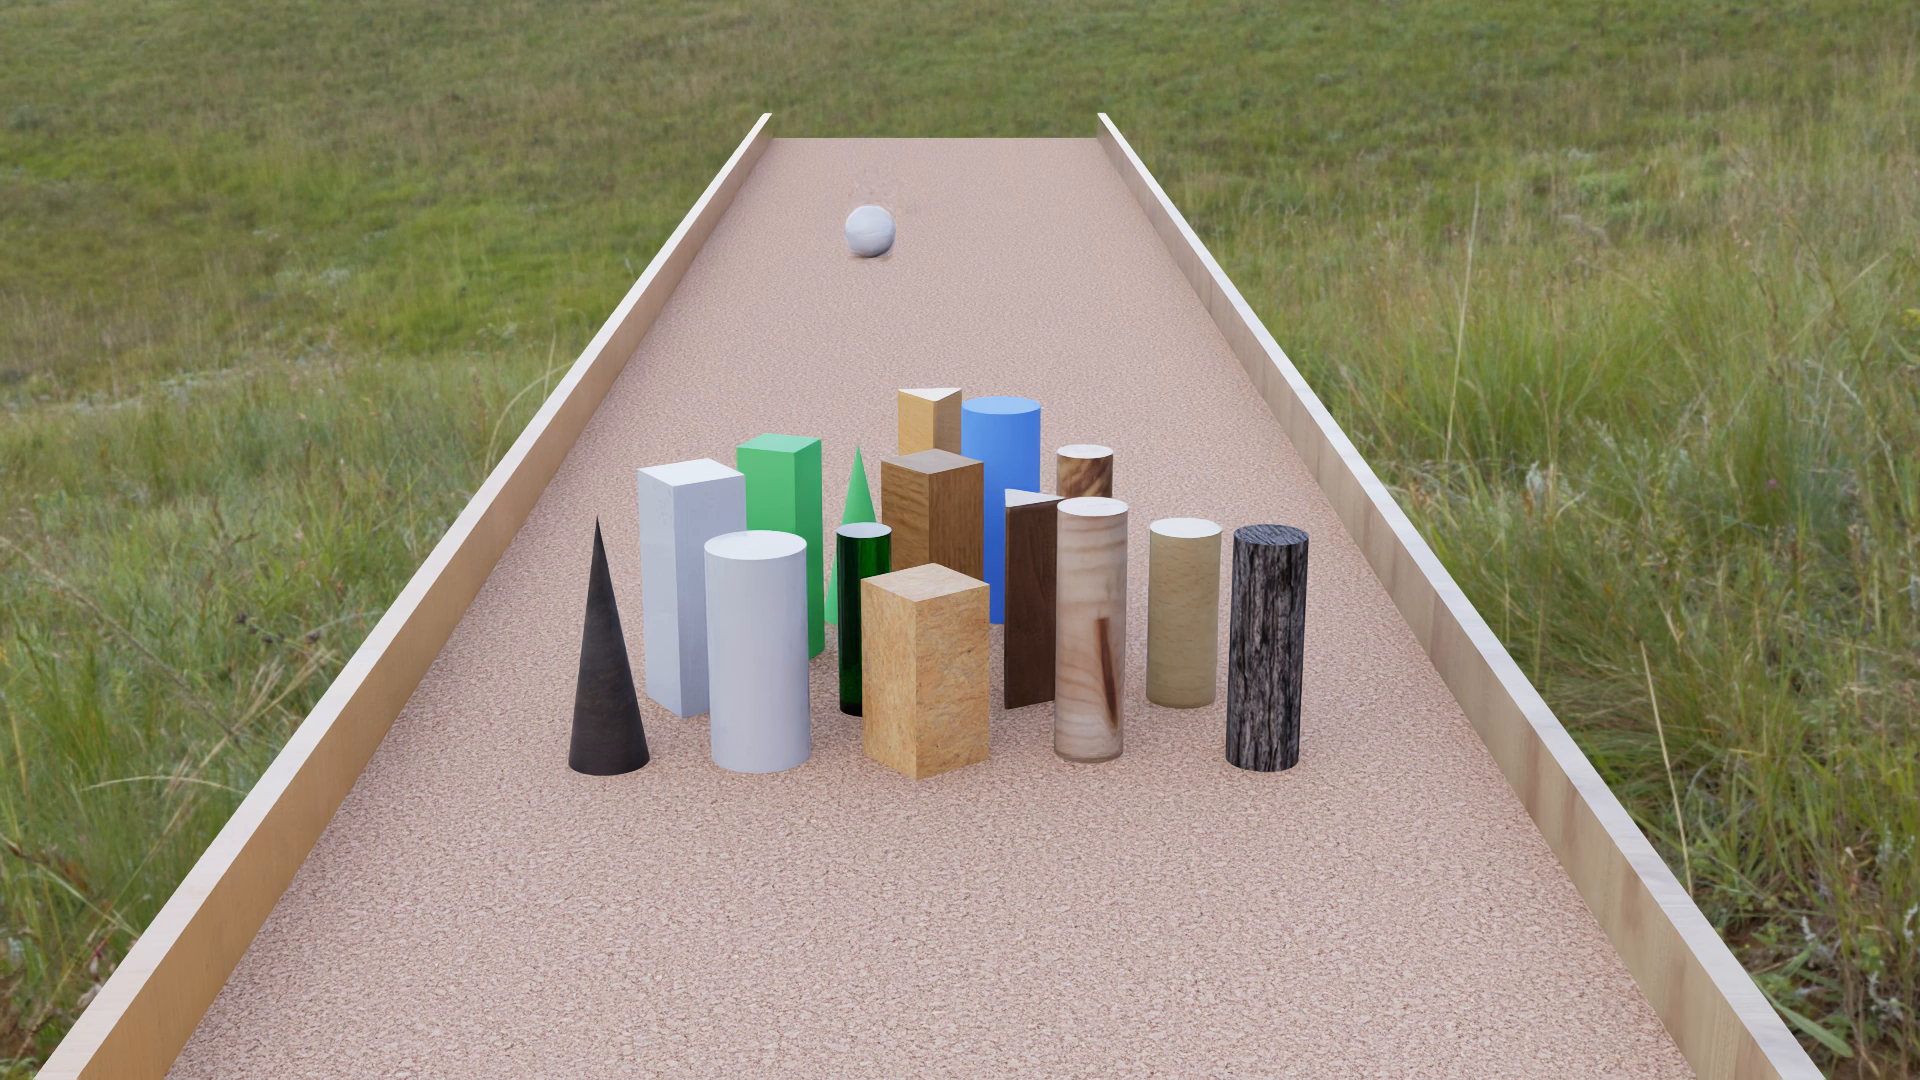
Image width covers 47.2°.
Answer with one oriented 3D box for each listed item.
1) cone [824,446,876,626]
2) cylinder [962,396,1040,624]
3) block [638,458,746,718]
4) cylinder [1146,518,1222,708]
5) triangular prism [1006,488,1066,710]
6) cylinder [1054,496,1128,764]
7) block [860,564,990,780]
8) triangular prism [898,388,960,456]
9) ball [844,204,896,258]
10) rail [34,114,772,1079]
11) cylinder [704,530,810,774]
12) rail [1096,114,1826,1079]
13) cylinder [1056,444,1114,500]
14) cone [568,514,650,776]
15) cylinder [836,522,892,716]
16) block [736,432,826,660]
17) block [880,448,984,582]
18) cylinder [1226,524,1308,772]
[{"bbox_3d":[-0.212,-0.021,4.633,0.161,0.379,0.161,0,17,0],"label":"cone"},{"bbox_3d":[0.085,-0.064,4.648,0.166,0.453,0.166,0,17,0],"label":"cylinder"},{"bbox_3d":[-0.499,0.089,4.139,0.148,0.450,0.148,-11,20,-32],"label":"block"},{"bbox_3d":[0.423,0.138,4.170,0.134,0.337,0.134,0,17,0],"label":"cylinder"},{"bbox_3d":[0.115,0.107,4.169,0.125,0.397,0.108,-9,19,-28],"label":"triangular prism"},{"bbox_3d":[0.231,0.160,3.889,0.124,0.456,0.124,0,17,0],"label":"cylinder"},{"bbox_3d":[-0.061,0.230,3.882,0.161,0.327,0.161,-12,21,-36],"label":"block"},{"bbox_3d":[-0.046,-0.123,4.897,0.121,0.424,0.139,-12,20,-35],"label":"triangular prism"},{"bbox_3d":[-0.374,-1.287,9.168,0.219,0.219,0.219,0,17,0],"label":"ball"},{"bbox_3d":[-1.118,-0.838,7.780,0.050,0.150,12.000,0,17,-1],"label":"rail"},{"bbox_3d":[-0.356,0.196,3.882,0.178,0.392,0.178,0,17,0],"label":"cylinder"},{"bbox_3d":[0.932,-0.844,7.801,0.050,0.150,12.000,0,17,-1],"label":"rail"},{"bbox_3d":[0.244,0.034,4.356,0.110,0.432,0.110,0,17,0],"label":"cylinder"},{"bbox_3d":[-0.624,0.174,3.845,0.144,0.455,0.144,0,17,0],"label":"cone"},{"bbox_3d":[-0.178,0.149,4.113,0.102,0.349,0.102,0,17,0],"label":"cylinder"},{"bbox_3d":[-0.355,0.021,4.383,0.124,0.442,0.124,6,18,20],"label":"block"},{"bbox_3d":[-0.054,0.041,4.375,0.143,0.408,0.143,-14,22,-40],"label":"block"},{"bbox_3d":[0.538,0.190,3.861,0.129,0.415,0.129,0,17,0],"label":"cylinder"}]
